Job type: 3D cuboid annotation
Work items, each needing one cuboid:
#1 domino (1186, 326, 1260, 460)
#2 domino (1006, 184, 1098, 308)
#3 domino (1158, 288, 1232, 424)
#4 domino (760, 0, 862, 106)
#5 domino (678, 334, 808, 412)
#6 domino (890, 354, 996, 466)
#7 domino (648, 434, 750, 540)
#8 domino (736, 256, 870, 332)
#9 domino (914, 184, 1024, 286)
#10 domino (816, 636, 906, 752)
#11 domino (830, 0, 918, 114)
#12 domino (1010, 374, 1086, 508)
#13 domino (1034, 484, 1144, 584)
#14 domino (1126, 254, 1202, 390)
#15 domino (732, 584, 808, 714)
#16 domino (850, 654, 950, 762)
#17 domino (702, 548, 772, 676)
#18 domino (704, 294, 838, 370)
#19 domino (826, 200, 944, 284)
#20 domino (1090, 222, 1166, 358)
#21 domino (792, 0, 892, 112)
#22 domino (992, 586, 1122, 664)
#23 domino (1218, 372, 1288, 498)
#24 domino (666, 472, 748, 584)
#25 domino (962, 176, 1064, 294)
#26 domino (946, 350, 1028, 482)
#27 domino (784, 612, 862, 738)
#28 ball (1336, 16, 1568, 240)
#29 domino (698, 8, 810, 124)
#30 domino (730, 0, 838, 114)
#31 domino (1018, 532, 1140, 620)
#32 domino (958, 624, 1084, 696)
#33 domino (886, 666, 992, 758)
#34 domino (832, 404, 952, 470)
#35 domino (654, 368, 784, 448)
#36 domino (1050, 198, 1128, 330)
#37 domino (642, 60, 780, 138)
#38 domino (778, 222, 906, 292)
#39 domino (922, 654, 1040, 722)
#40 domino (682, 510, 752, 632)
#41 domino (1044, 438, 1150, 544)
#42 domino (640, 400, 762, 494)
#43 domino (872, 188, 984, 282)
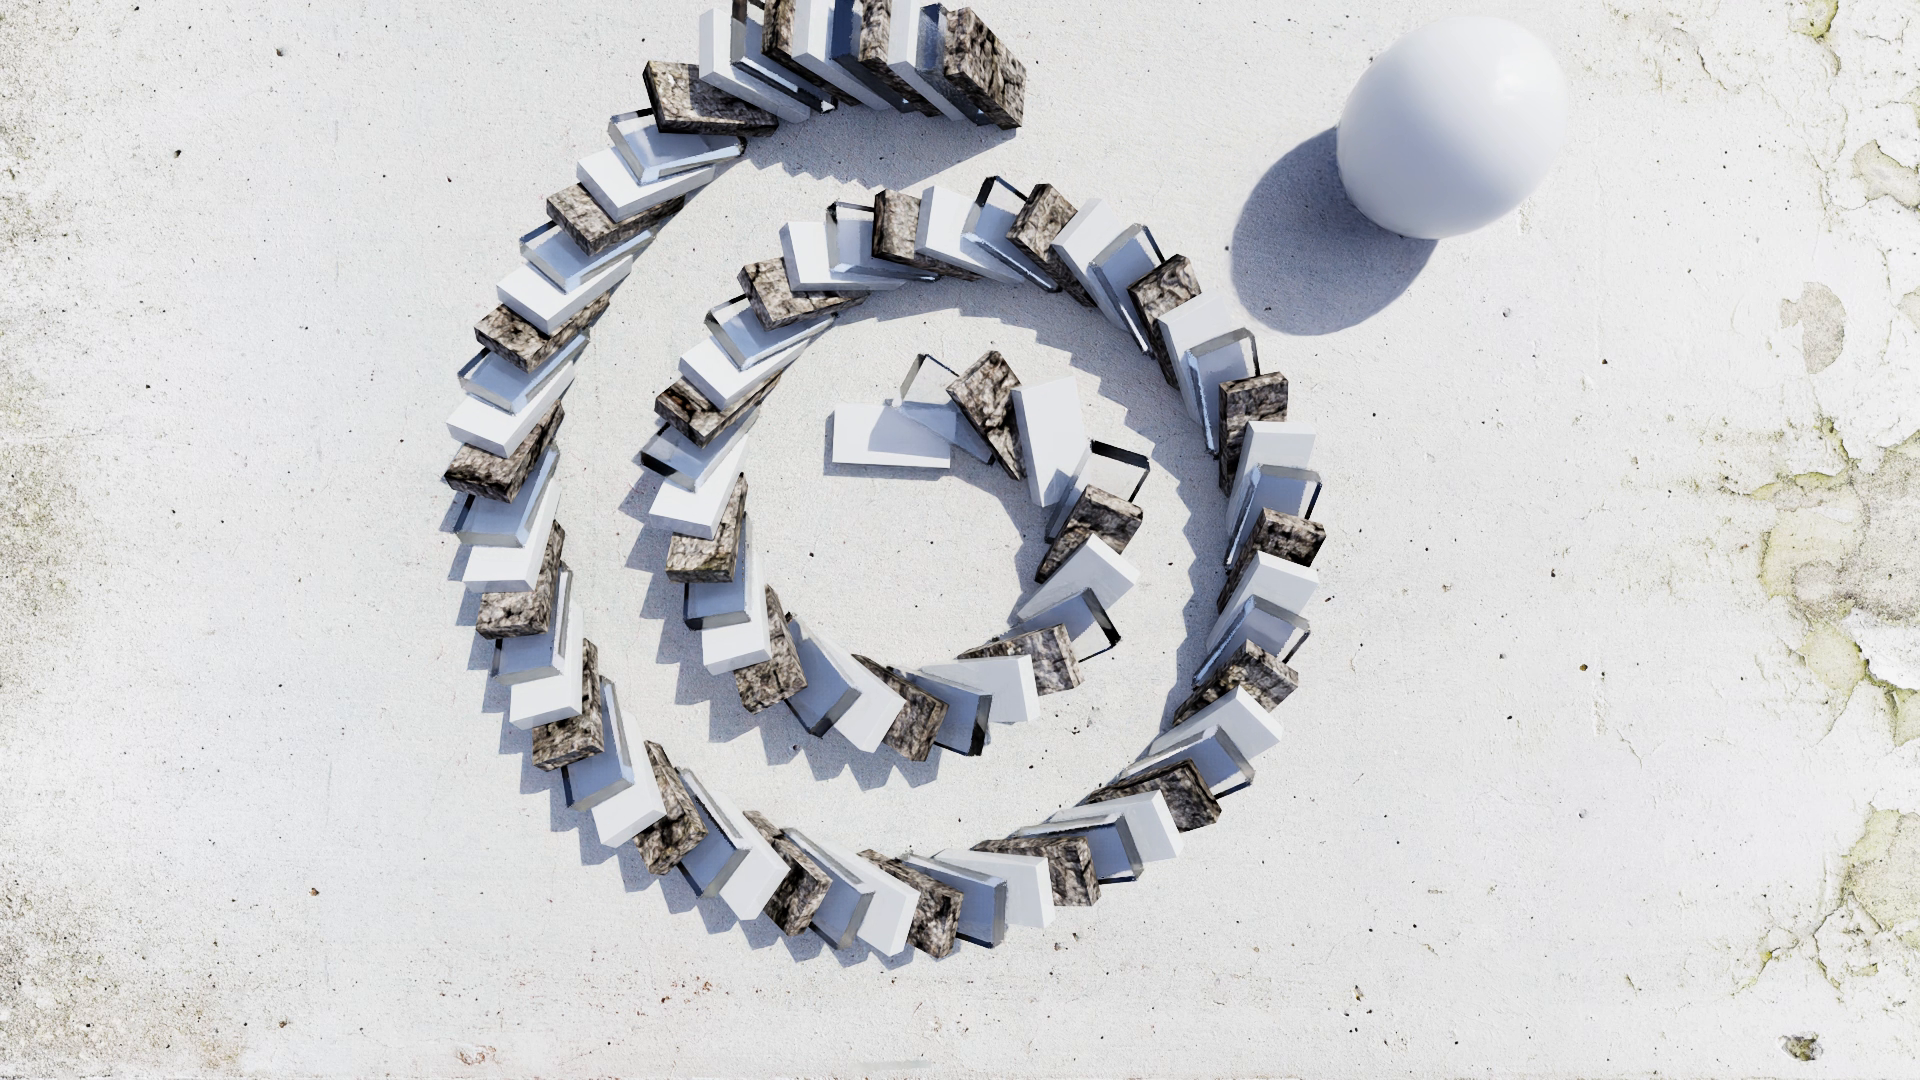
[{"bbox_3d":[0.112,-0.060,0.382,0.025,0.010,0.050,-22,124,0],"label":"domino"},{"bbox_3d":[0.045,-0.122,0.382,0.050,0.010,0.025,30,89,-35],"label":"domino"},{"bbox_3d":[0.102,-0.076,0.382,0.025,0.010,0.050,-29,124,0],"label":"domino"},{"bbox_3d":[-0.058,-0.202,0.377,0.009,0.050,0.025,4,90,38],"label":"domino"},{"bbox_3d":[-0.090,-0.078,0.382,0.025,0.010,0.050,43,55,0],"label":"domino"},{"bbox_3d":[-0.002,-0.054,0.383,0.050,0.010,0.025,29,88,-29],"label":"domino"},{"bbox_3d":[-0.107,-0.025,0.381,0.025,0.010,0.050,12,54,0],"label":"domino"},{"bbox_3d":[-0.064,-0.106,0.382,0.050,0.009,0.025,-28,90,-36],"label":"domino"},{"bbox_3d":[0.006,-0.126,0.382,0.050,0.010,0.025,8,90,-34],"label":"domino"},{"bbox_3d":[-0.048,0.063,0.382,0.050,0.010,0.025,32,90,36],"label":"domino"},{"bbox_3d":[-0.033,-0.199,0.376,0.009,0.050,0.025,4,90,31],"label":"domino"},{"bbox_3d":[0.039,-0.042,0.384,0.025,0.009,0.050,-19,111,-18],"label":"domino"},{"bbox_3d":[0.053,0.002,0.380,0.025,0.010,0.050,24,129,-3],"label":"domino"},{"bbox_3d":[0.091,-0.090,0.382,0.025,0.010,0.050,-34,124,0],"label":"domino"},{"bbox_3d":[-0.083,0.045,0.381,0.025,0.009,0.050,-28,54,1],"label":"domino"},{"bbox_3d":[-0.030,0.069,0.381,0.050,0.009,0.025,23,91,36],"label":"domino"},{"bbox_3d":[-0.094,0.029,0.382,0.025,0.009,0.050,-15,54,1],"label":"domino"},{"bbox_3d":[-0.078,-0.093,0.382,0.050,0.010,0.025,-37,90,-34],"label":"domino"},{"bbox_3d":[-0.031,-0.123,0.382,0.050,0.010,0.025,-4,89,-34],"label":"domino"},{"bbox_3d":[0.077,-0.103,0.382,0.025,0.009,0.050,-42,124,-1],"label":"domino"},{"bbox_3d":[-0.046,-0.200,0.377,0.009,0.050,0.025,4,90,38],"label":"domino"},{"bbox_3d":[0.039,0.041,0.382,0.050,0.010,0.025,-31,90,36],"label":"domino"},{"bbox_3d":[0.122,-0.043,0.382,0.025,0.010,0.050,-12,125,0],"label":"domino"},{"bbox_3d":[-0.105,-0.006,0.382,0.025,0.009,0.050,-1,55,0],"label":"domino"},{"bbox_3d":[0.027,-0.126,0.382,0.050,0.010,0.025,23,90,-33],"label":"domino"},{"bbox_3d":[0.019,-0.051,0.383,0.025,0.009,0.050,-43,117,-9],"label":"domino"},{"bbox_3d":[-0.065,0.055,0.382,0.025,0.009,0.050,-47,54,0],"label":"domino"},{"bbox_3d":[0.191,-0.160,0.360,0.080,0.080,0.080,0,90,0],"label":"ball"},{"bbox_3d":[-0.084,-0.194,0.377,0.009,0.050,0.025,0,90,38],"label":"domino"},{"bbox_3d":[-0.071,-0.199,0.377,0.009,0.050,0.025,2,90,38],"label":"domino"},{"bbox_3d":[0.049,0.023,0.381,0.025,0.009,0.050,40,128,0],"label":"domino"},{"bbox_3d":[0.025,0.053,0.382,0.050,0.010,0.025,-20,90,35],"label":"domino"},{"bbox_3d":[-0.011,0.070,0.381,0.050,0.010,0.025,11,91,37],"label":"domino"},{"bbox_3d":[-0.029,-0.045,0.395,0.050,0.009,0.025,3,90,0],"label":"domino"},{"bbox_3d":[-0.100,-0.063,0.382,0.025,0.010,0.050,38,55,1],"label":"domino"},{"bbox_3d":[0.062,-0.114,0.382,0.025,0.009,0.050,-49,125,-1],"label":"domino"},{"bbox_3d":[-0.103,-0.183,0.381,0.050,0.009,0.025,-16,88,-35],"label":"domino"},{"bbox_3d":[-0.048,-0.118,0.382,0.050,0.010,0.025,-12,89,-35],"label":"domino"},{"bbox_3d":[0.008,0.062,0.381,0.050,0.009,0.025,-10,90,37],"label":"domino"},{"bbox_3d":[-0.100,0.012,0.382,0.025,0.010,0.050,-9,55,0],"label":"domino"},{"bbox_3d":[0.056,-0.016,0.379,0.025,0.009,0.050,16,130,-9],"label":"domino"},{"bbox_3d":[-0.107,-0.045,0.382,0.025,0.009,0.050,29,55,1],"label":"domino"},{"bbox_3d":[-0.012,-0.126,0.382,0.050,0.010,0.025,3,90,-34],"label":"domino"}]
